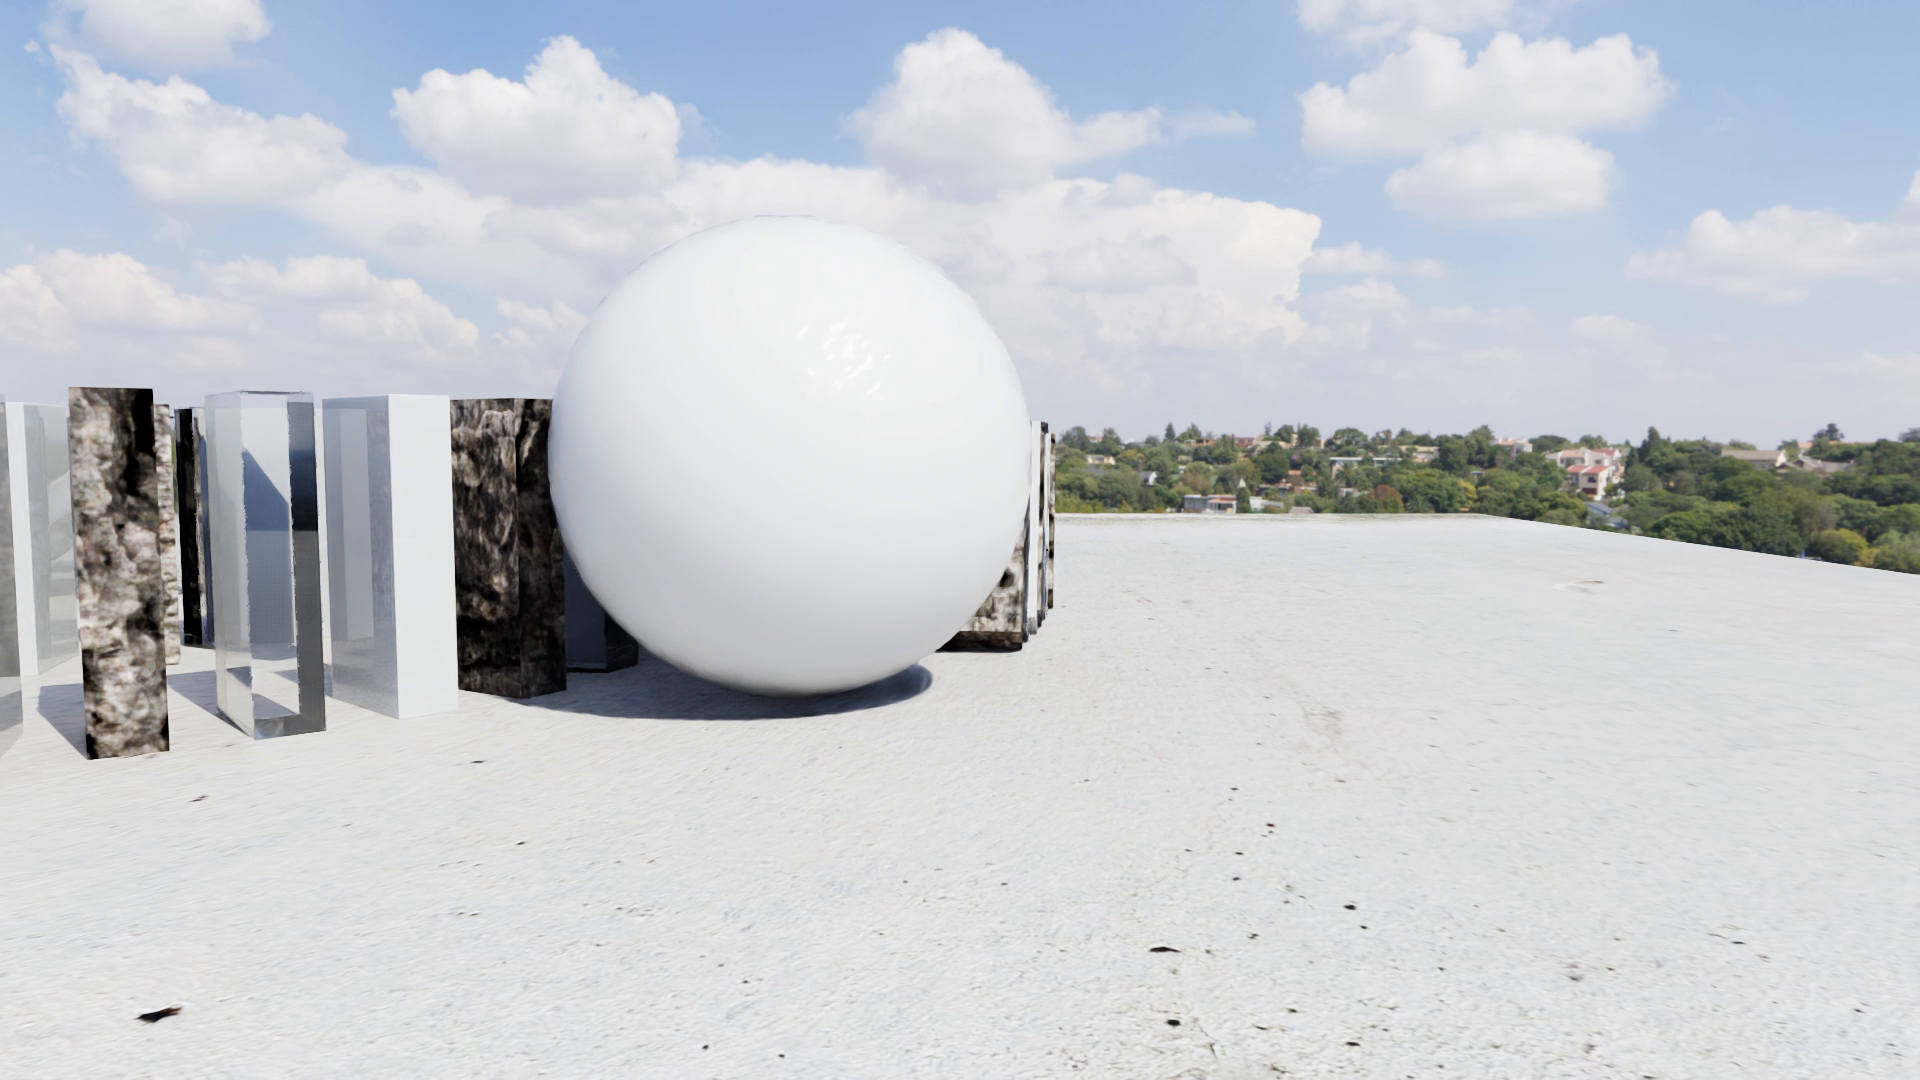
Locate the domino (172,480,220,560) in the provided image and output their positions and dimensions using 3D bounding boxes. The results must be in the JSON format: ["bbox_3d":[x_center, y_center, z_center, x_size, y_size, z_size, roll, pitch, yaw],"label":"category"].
[{"bbox_3d":[-0.269,-0.012,0.444,0.009,0.050,0.025,-49,22,-15],"label":"domino"}]

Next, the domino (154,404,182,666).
[{"bbox_3d":[-0.162,-0.001,0.253,0.009,0.050,0.025,-3,5,-38],"label":"domino"}]

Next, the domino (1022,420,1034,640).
[{"bbox_3d":[0.003,-0.003,0.285,0.025,0.050,0.010,0,-26,5],"label":"domino"}]

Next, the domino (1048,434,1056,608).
[{"bbox_3d":[0.013,-0.006,0.343,0.025,0.050,0.010,0,-33,5],"label":"domino"}]

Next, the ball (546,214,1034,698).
[{"bbox_3d":[-0.028,-0.014,0.216,0.080,0.080,0.080,0,4,0],"label":"ball"}]

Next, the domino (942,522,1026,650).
[{"bbox_3d":[0.001,-0.002,0.274,0.025,0.050,0.010,0,-26,5],"label":"domino"}]

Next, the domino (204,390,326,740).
[{"bbox_3d":[-0.106,0.003,0.195,0.009,0.050,0.025,-4,6,-40],"label":"domino"}]

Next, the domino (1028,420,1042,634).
[{"bbox_3d":[0.006,-0.004,0.296,0.025,0.050,0.010,0,-26,5],"label":"domino"}]

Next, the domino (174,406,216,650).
[{"bbox_3d":[-0.150,-0.002,0.266,0.025,0.050,0.010,2,5,25],"label":"domino"}]

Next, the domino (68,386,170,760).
[{"bbox_3d":[-0.121,0.004,0.184,0.010,0.050,0.025,-3,5,-34],"label":"domino"}]

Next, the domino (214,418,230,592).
[{"bbox_3d":[-0.214,-0.011,0.380,0.010,0.050,0.025,-2,5,-28],"label":"domino"}]

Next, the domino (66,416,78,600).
[{"bbox_3d":[-0.241,-0.009,0.355,0.025,0.050,0.009,3,5,34],"label":"domino"}]

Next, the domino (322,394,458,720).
[{"bbox_3d":[-0.092,0.002,0.208,0.025,0.050,0.009,4,6,42],"label":"domino"}]

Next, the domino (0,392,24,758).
[{"bbox_3d":[-0.136,0.004,0.174,0.009,0.050,0.025,-2,5,-28],"label":"domino"}]

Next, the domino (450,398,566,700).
[{"bbox_3d":[-0.081,0.001,0.222,0.025,0.050,0.010,3,5,32],"label":"domino"}]

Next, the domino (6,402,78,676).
[{"bbox_3d":[-0.178,-0.001,0.244,0.009,0.050,0.025,-2,5,-20],"label":"domino"}]

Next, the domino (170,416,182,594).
[{"bbox_3d":[-0.229,-0.010,0.369,0.010,0.050,0.025,-4,6,-45],"label":"domino"}]

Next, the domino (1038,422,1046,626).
[{"bbox_3d":[0.007,-0.004,0.307,0.025,0.050,0.009,0,-26,5],"label":"domino"}]

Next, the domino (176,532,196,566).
[{"bbox_3d":[-0.283,-0.012,0.434,0.009,0.050,0.025,-47,26,-21],"label":"domino"}]

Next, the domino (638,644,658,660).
[{"bbox_3d":[-0.068,-0.002,0.257,0.025,0.050,0.010,1,4,11],"label":"domino"}]

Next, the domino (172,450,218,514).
[{"bbox_3d":[-0.254,-0.012,0.454,0.050,0.009,0.025,43,-9,-17],"label":"domino"}]

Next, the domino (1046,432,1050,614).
[{"bbox_3d":[0.010,-0.005,0.332,0.025,0.050,0.009,0,-33,5],"label":"domino"}]

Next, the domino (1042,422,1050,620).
[{"bbox_3d":[0.009,-0.005,0.318,0.025,0.050,0.009,0,-26,5],"label":"domino"}]

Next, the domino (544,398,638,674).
[{"bbox_3d":[-0.075,-0.001,0.239,0.025,0.050,0.010,-1,4,22],"label":"domino"}]

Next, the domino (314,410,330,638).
[{"bbox_3d":[-0.147,-0.004,0.285,0.025,0.050,0.009,0,4,-3],"label":"domino"}]
